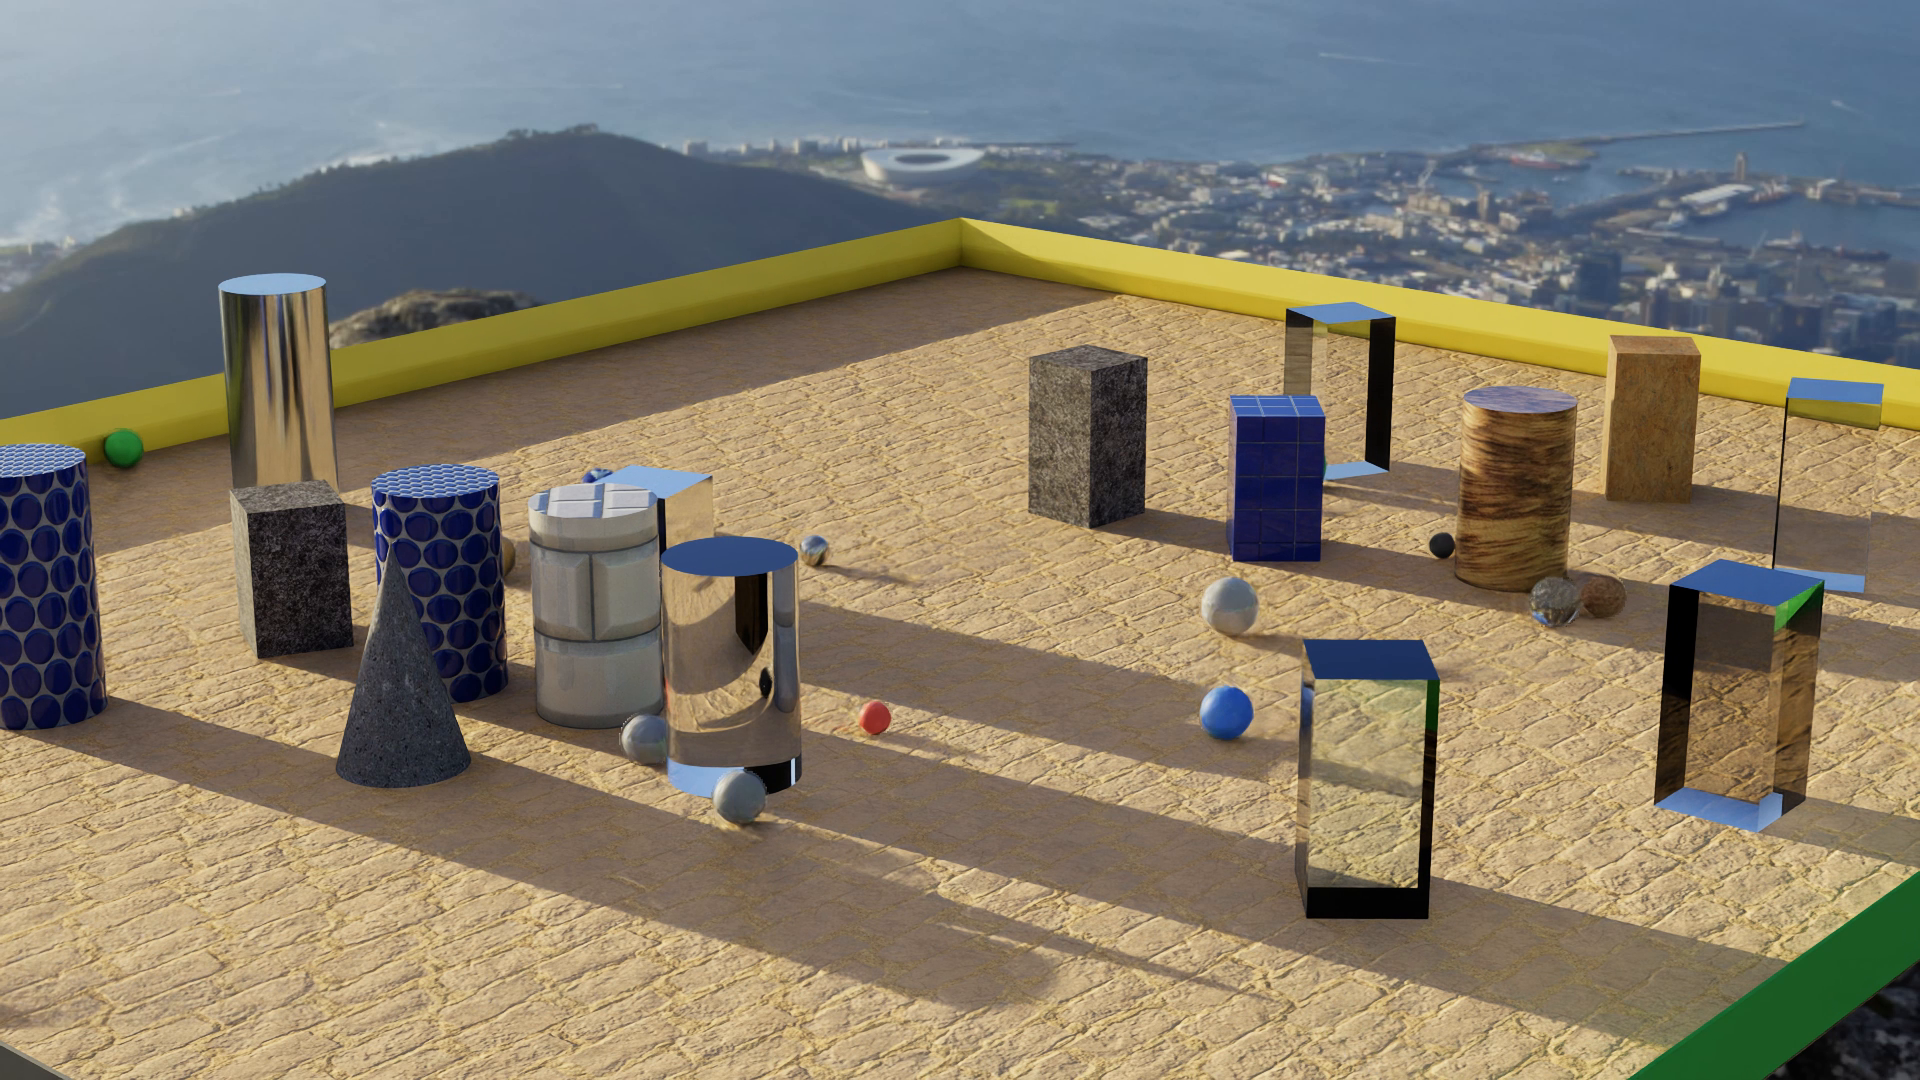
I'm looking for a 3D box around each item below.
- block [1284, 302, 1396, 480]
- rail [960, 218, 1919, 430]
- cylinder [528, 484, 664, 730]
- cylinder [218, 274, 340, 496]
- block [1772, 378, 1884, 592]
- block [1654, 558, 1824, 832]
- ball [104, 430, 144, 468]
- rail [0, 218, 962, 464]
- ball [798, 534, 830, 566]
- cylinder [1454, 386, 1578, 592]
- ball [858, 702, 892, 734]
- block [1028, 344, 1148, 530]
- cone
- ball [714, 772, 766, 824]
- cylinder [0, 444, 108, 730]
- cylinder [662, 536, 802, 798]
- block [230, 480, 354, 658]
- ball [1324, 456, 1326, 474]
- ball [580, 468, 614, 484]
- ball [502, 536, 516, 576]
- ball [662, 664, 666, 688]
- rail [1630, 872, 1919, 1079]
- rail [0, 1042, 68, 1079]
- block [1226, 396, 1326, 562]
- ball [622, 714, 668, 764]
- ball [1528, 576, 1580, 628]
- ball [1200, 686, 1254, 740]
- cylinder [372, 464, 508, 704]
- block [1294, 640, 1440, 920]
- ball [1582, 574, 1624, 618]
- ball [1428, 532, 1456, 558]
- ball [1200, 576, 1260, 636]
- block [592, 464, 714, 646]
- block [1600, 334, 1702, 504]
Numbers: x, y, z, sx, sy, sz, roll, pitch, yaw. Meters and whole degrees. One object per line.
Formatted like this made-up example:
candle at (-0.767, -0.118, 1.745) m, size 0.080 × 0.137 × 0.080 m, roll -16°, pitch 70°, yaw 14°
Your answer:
block at (0.760, -0.302, 5.901) m, size 0.158 × 0.319 × 0.158 m, roll -8°, pitch 18°, yaw -24°
rail at (1.422, -0.440, 6.688) m, size 3.806 × 0.129 × 0.045 m, roll 14°, pitch 22°, yaw 39°
cylinder at (-0.562, 0.101, 4.536) m, size 0.198 × 0.337 × 0.198 m, roll 0°, pitch 17°, yaw 0°
cylinder at (-1.294, -0.269, 5.578) m, size 0.198 × 0.444 × 0.198 m, roll 0°, pitch 17°, yaw 0°
block at (1.536, -0.099, 5.193) m, size 0.158 × 0.340 × 0.158 m, roll 6°, pitch 18°, yaw 18°
block at (1.103, 0.218, 4.154) m, size 0.158 × 0.332 × 0.158 m, roll 13°, pitch 21°, yaw 38°
ball at (-1.691, -0.183, 5.929) m, size 0.077 × 0.077 × 0.077 m, roll 0°, pitch 17°, yaw 0°
rail at (-1.419, -0.323, 6.299) m, size 0.045 × 0.129 × 4.385 m, roll 14°, pitch 22°, yaw 39°
ball at (-0.263, 0.019, 5.290) m, size 0.057 × 0.057 × 0.057 m, roll 0°, pitch 17°, yaw 0°
cylinder at (0.984, -0.092, 5.194) m, size 0.198 × 0.325 × 0.198 m, roll 0°, pitch 17°, yaw 0°
ball at (-0.130, 0.271, 4.469) m, size 0.050 × 0.050 × 0.050 m, roll 0°, pitch 17°, yaw 0°
block at (0.243, -0.199, 5.582) m, size 0.158 × 0.306 × 0.158 m, roll 16°, pitch 23°, yaw 43°
cone at (-0.826, 0.167, 4.302) m, size 0.198 × 0.345 × 0.198 m, roll 0°, pitch 17°, yaw 0°
ball at (-0.309, 0.363, 4.122) m, size 0.074 × 0.074 × 0.074 m, roll 0°, pitch 17°, yaw 0°
cylinder at (-1.434, 0.070, 4.524) m, size 0.198 × 0.401 × 0.198 m, roll 0°, pitch 17°, yaw 0°
cylinder at (-0.331, 0.184, 4.264) m, size 0.198 × 0.335 × 0.198 m, roll 0°, pitch 17°, yaw 0°
block at (-1.110, 0.046, 4.871) m, size 0.158 × 0.248 × 0.158 m, roll -7°, pitch 18°, yaw -22°
ball at (0.682, -0.147, 5.794) m, size 0.085 × 0.085 × 0.085 m, roll 0°, pitch 17°, yaw 0°
ball at (-0.685, -0.091, 5.597) m, size 0.091 × 0.091 × 0.091 m, roll 0°, pitch 17°, yaw 0°
ball at (-0.831, 0.029, 5.216) m, size 0.081 × 0.081 × 0.081 m, roll 0°, pitch 17°, yaw 0°
ball at (-0.457, 0.215, 4.657) m, size 0.048 × 0.048 × 0.048 m, roll 0°, pitch 17°, yaw 0°
rail at (1.419, 0.388, 3.940) m, size 0.045 × 0.129 × 4.385 m, roll 14°, pitch 22°, yaw 39°
rail at (-1.422, 0.505, 3.552) m, size 3.806 × 0.129 × 0.045 m, roll 14°, pitch 22°, yaw 39°
block at (0.575, -0.114, 5.361) m, size 0.158 × 0.271 × 0.158 m, roll 0°, pitch 17°, yaw 0°
ball at (-0.463, 0.295, 4.343) m, size 0.075 × 0.075 × 0.075 m, roll 0°, pitch 17°, yaw 0°
ball at (1.005, 0.104, 4.958) m, size 0.086 × 0.086 × 0.086 m, roll 0°, pitch 17°, yaw 0°
ball at (0.404, 0.262, 4.446) m, size 0.080 × 0.080 × 0.080 m, roll 0°, pitch 17°, yaw 0°
cylinder at (-0.822, 0.068, 4.642) m, size 0.198 × 0.337 × 0.198 m, roll 0°, pitch 17°, yaw 0°
block at (0.531, 0.312, 3.844) m, size 0.158 × 0.330 × 0.158 m, roll 0°, pitch 17°, yaw 1°
ball at (1.099, 0.095, 5.011) m, size 0.072 × 0.072 × 0.072 m, roll 0°, pitch 17°, yaw 0°
ball at (0.877, 0.009, 5.338) m, size 0.048 × 0.048 × 0.048 m, roll 0°, pitch 17°, yaw 0°
ball at (0.453, 0.111, 4.913) m, size 0.099 × 0.099 × 0.099 m, roll 0°, pitch 17°, yaw 0°
block at (-0.521, 0.024, 4.931) m, size 0.158 × 0.255 × 0.158 m, roll 8°, pitch 18°, yaw 24°
block at (1.348, -0.237, 5.730) m, size 0.158 × 0.295 × 0.158 m, roll 2°, pitch 17°, yaw 7°
